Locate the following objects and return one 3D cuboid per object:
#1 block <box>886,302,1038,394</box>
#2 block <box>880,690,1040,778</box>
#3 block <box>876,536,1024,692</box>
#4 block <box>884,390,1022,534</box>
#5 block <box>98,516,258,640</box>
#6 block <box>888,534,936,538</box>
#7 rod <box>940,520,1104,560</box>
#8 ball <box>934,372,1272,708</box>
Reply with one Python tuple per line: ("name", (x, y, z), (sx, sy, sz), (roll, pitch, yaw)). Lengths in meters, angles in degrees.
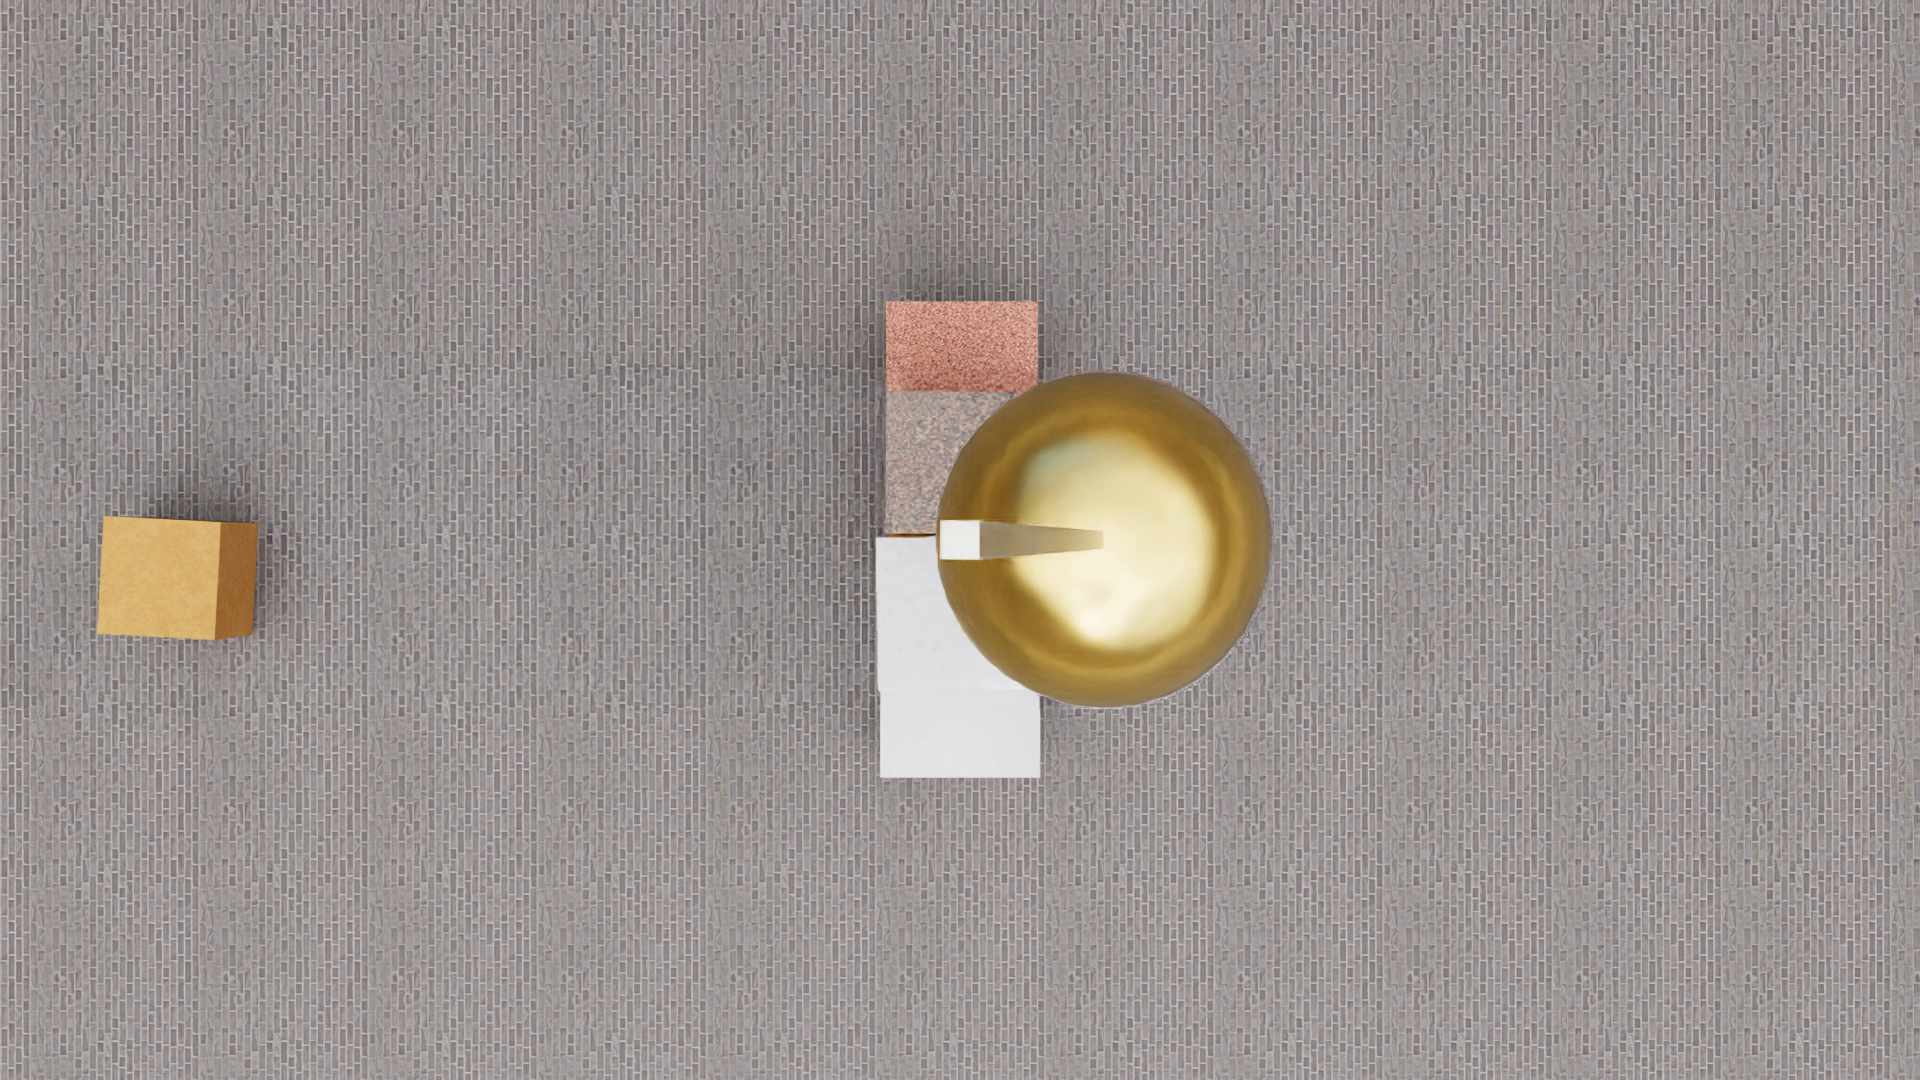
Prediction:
("block", (0.011, -0.869, 12.540), (0.832, 0.920, 0.883), (0, 90, 0))
("block", (0.001, 0.814, 12.570), (0.882, 0.860, 0.993), (0, 90, 0))
("block", (-0.045, 0.378, 11.732), (0.766, 0.816, 0.794), (-1, 90, 0))
("block", (-0.006, -0.401, 11.697), (0.751, 0.767, 0.734), (1, 91, 0))
("block", (-4.495, 0.213, 12.670), (0.659, 0.659, 0.661), (3, 90, 0))
("block", (-0.013, -0.055, 12.658), (0.785, 0.684, 0.725), (0, 90, 0))
("rod", (0.295, 0.000, 7.085), (0.080, 5.200, 0.080), (0, 90, 7))
("ball", (0.681, 0.000, 10.463), (1.600, 1.600, 1.600), (0, 90, 0))
